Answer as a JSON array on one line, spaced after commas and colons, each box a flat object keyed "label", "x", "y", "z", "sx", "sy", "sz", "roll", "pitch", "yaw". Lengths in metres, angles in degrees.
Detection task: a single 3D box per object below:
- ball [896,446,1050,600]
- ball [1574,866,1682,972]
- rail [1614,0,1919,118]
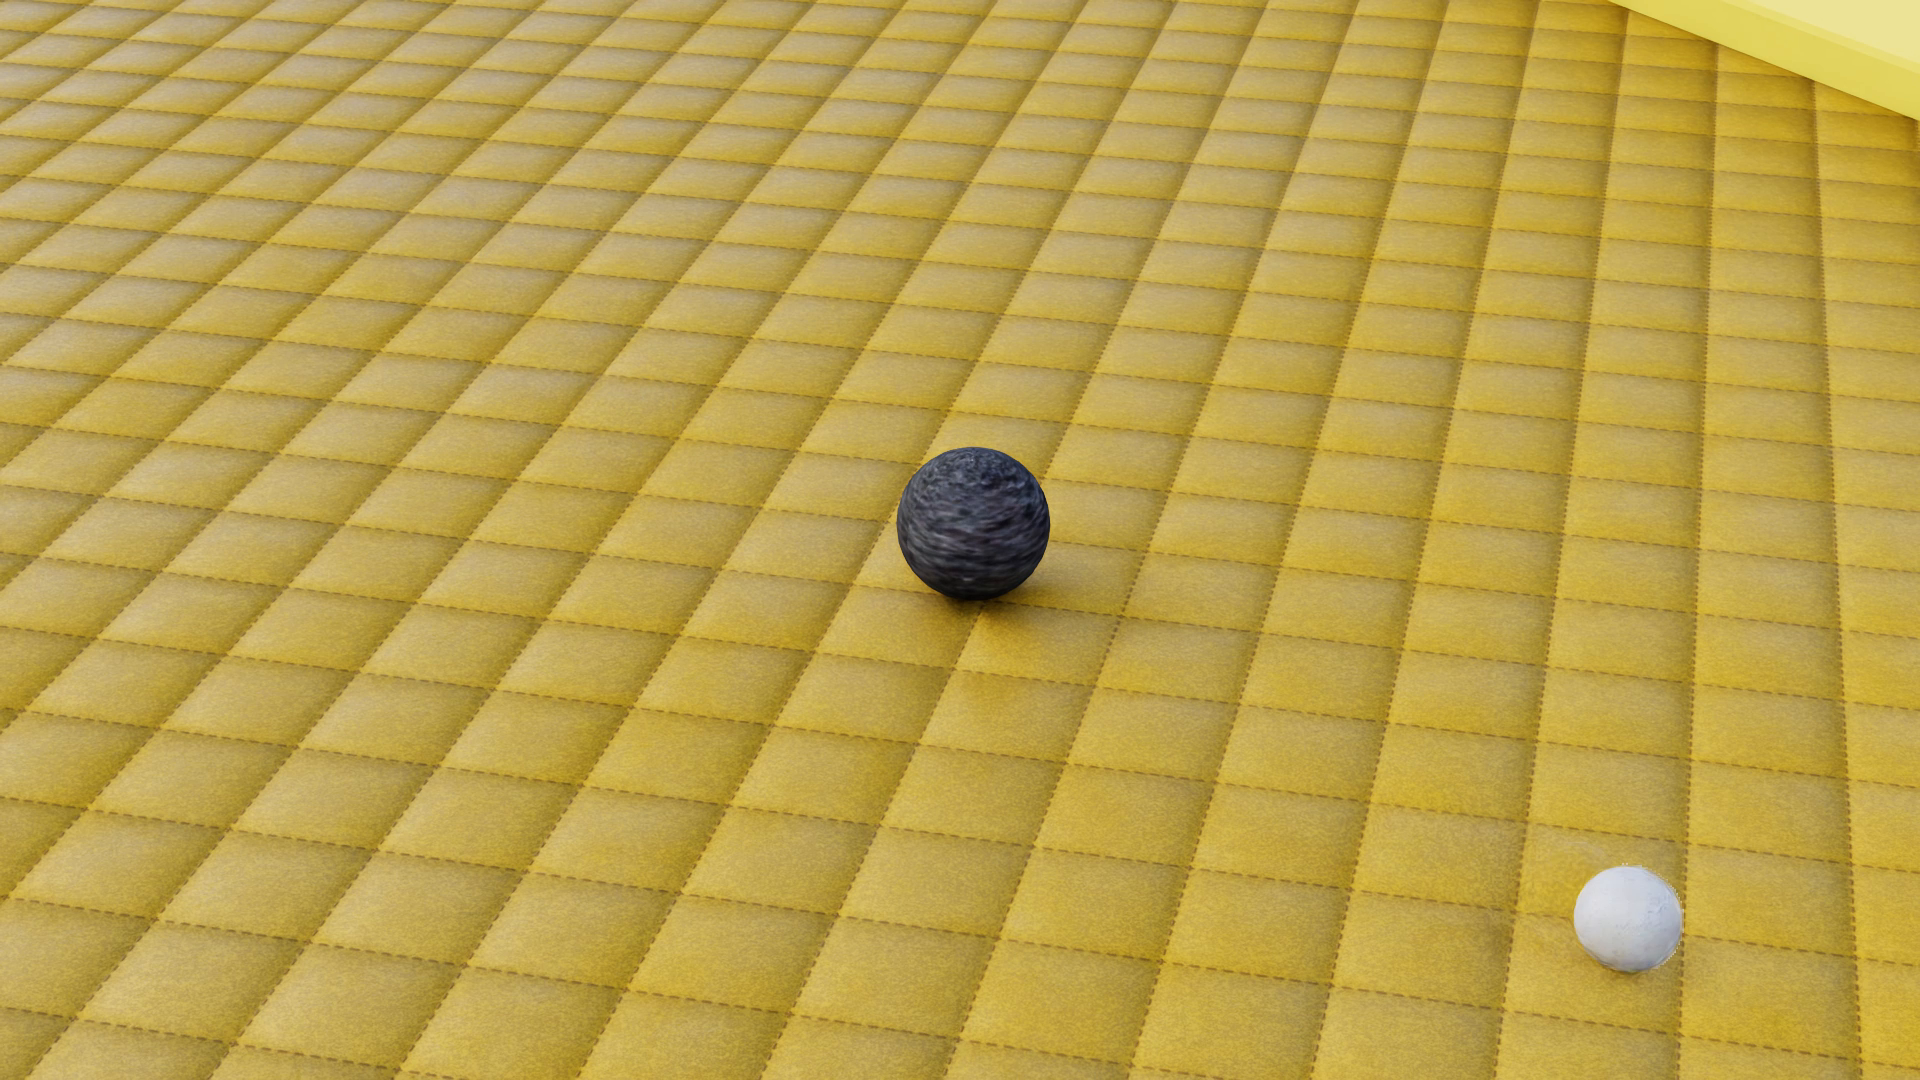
[{"label": "ball", "x": 0.008, "y": -0.010, "z": 1.868, "sx": 0.098, "sy": 0.098, "sz": 0.098, "roll": 0, "pitch": 28, "yaw": 0}, {"label": "ball", "x": 0.347, "y": 0.197, "z": 1.528, "sx": 0.055, "sy": 0.055, "sz": 0.055, "roll": 0, "pitch": 28, "yaw": 0}, {"label": "rail", "x": 0.425, "y": -0.757, "z": 3.223, "sx": 0.045, "sy": 0.127, "sz": 4.394, "roll": -16, "pitch": 32, "yaw": -27}]
